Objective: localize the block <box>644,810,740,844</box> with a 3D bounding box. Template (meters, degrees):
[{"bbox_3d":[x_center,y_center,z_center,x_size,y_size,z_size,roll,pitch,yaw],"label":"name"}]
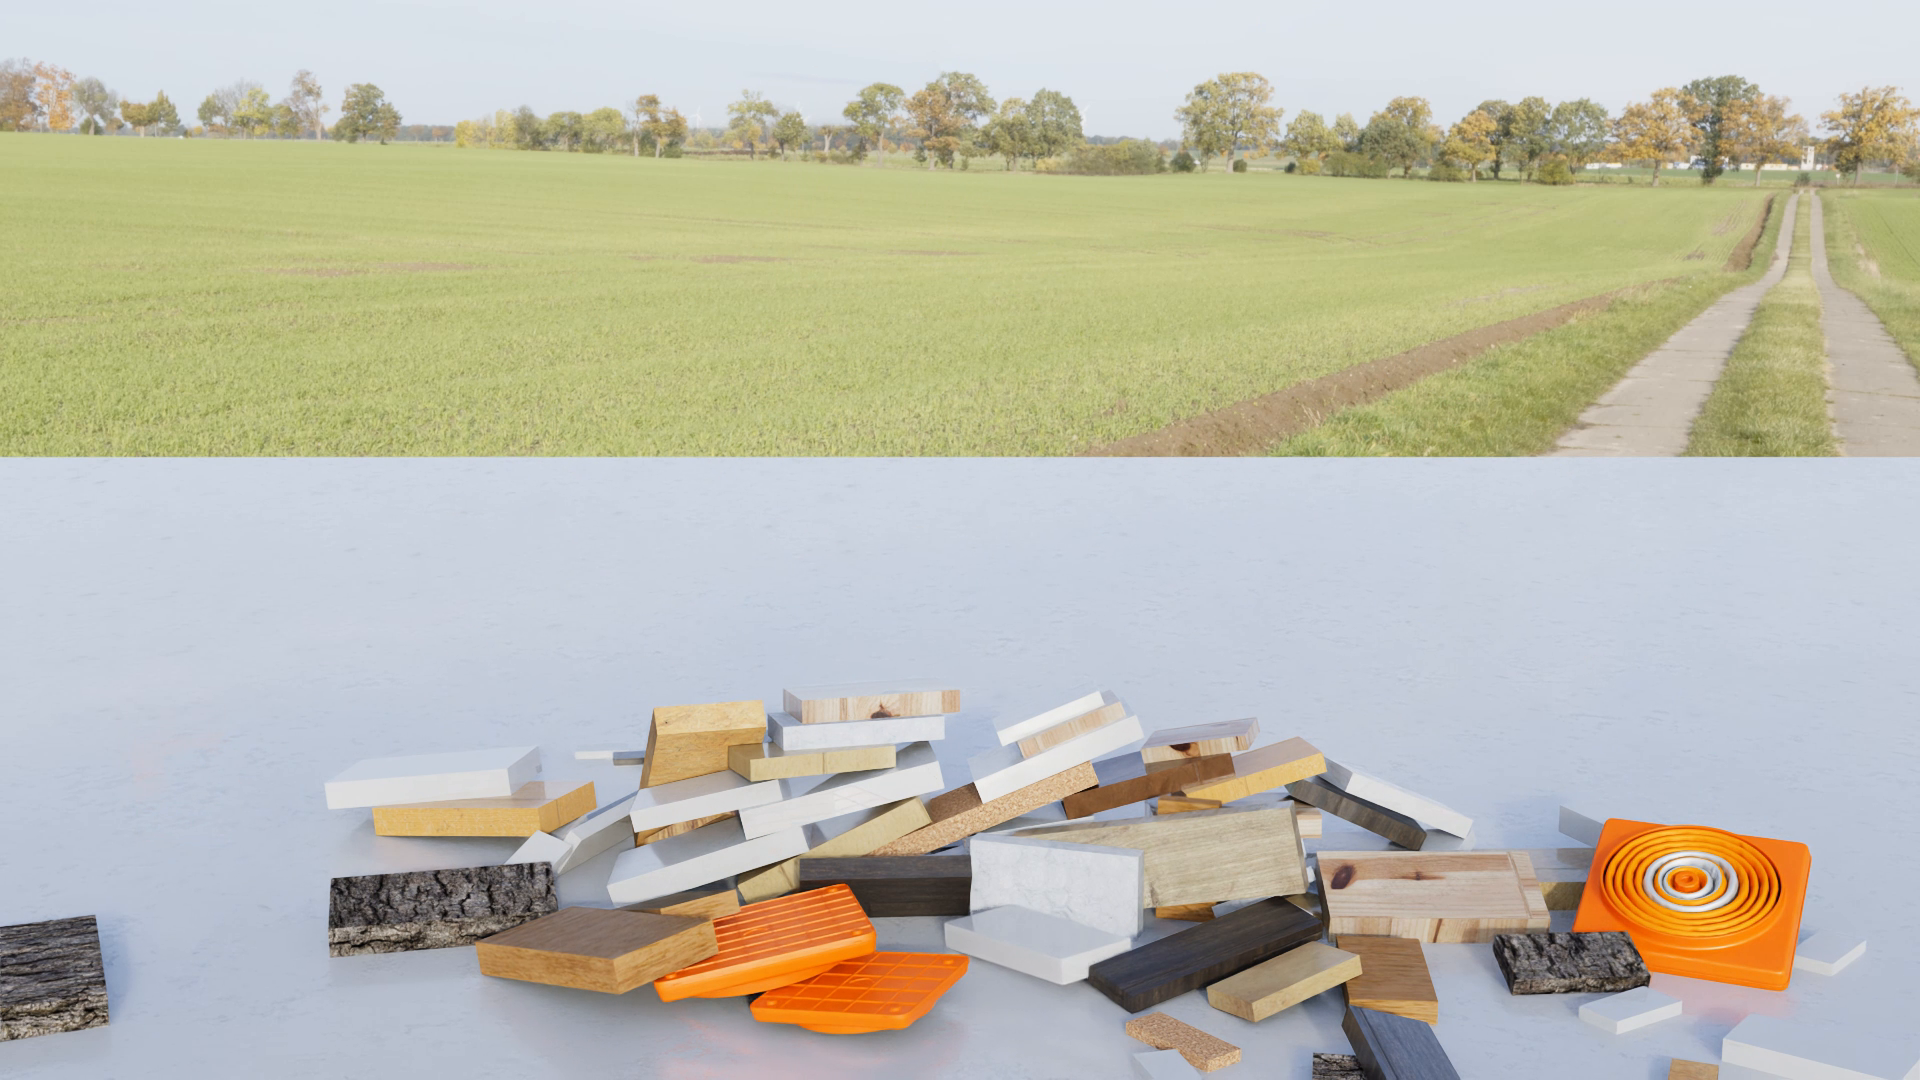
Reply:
[{"bbox_3d":[-0.446,0.497,3.783,0.183,0.026,0.091,-29,-25,27],"label":"block"}]

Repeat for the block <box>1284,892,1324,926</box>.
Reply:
[{"bbox_3d":[0.535,0.604,3.530,0.165,0.023,0.082,-9,14,-40],"label":"block"}]

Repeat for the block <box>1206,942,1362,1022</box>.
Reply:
[{"bbox_3d":[0.473,0.642,3.204,0.205,0.029,0.103,-16,11,-30],"label":"block"}]

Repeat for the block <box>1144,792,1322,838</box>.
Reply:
[{"bbox_3d":[0.453,0.459,3.666,0.275,0.039,0.138,0,9,-2],"label":"block"}]

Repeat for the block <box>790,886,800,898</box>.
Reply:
[{"bbox_3d":[-0.232,0.563,3.672,0.103,0.015,0.051,-21,10,3],"label":"block"}]

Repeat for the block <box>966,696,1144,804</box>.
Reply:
[{"bbox_3d":[0.157,0.347,3.667,0.286,0.041,0.143,-22,10,-1],"label":"block"}]

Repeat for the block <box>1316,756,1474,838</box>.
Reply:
[{"bbox_3d":[0.732,0.434,3.708,0.239,0.034,0.120,22,2,-16],"label":"block"}]

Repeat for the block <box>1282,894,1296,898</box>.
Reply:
[{"bbox_3d":[0.498,0.580,3.671,0.132,0.019,0.066,0,10,-2],"label":"block"}]

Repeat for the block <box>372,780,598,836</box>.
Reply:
[{"bbox_3d":[-0.859,0.485,3.977,0.357,0.051,0.179,-3,8,24],"label":"block"}]

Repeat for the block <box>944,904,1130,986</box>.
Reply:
[{"bbox_3d":[0.117,0.616,3.362,0.138,0.039,0.275,-8,8,-38],"label":"block"}]

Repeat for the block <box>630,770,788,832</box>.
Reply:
[{"bbox_3d":[-0.412,0.419,3.620,0.247,0.035,0.123,-13,11,2],"label":"block"}]

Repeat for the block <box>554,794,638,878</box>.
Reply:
[{"bbox_3d":[-0.566,0.486,3.986,0.026,0.091,0.561,40,22,11],"label":"block"}]

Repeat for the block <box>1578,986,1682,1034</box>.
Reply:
[{"bbox_3d":[0.963,0.675,3.159,0.138,0.020,0.069,-7,12,-32],"label":"block"}]

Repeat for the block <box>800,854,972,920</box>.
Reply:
[{"bbox_3d":[-0.120,0.555,3.516,0.271,0.135,0.038,-1,54,-4],"label":"block"}]

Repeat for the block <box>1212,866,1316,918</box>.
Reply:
[{"bbox_3d":[0.488,0.567,3.528,0.165,0.023,0.082,-14,-12,-43],"label":"block"}]

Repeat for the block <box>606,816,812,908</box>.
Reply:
[{"bbox_3d":[-0.412,0.519,3.654,0.331,0.047,0.166,-18,11,2],"label":"block"}]

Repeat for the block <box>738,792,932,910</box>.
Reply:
[{"bbox_3d":[-0.207,0.495,3.660,0.331,0.047,0.166,-26,10,3],"label":"block"}]

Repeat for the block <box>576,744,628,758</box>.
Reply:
[{"bbox_3d":[-0.730,0.430,4.487,0.105,0.015,0.053,-1,11,-7],"label":"block"}]

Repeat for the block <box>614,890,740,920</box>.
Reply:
[{"bbox_3d":[-0.447,0.577,3.415,0.123,0.035,0.247,-11,-4,-29],"label":"block"}]

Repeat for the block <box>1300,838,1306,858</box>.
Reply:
[{"bbox_3d":[0.427,0.529,3.682,0.275,0.039,0.138,-15,10,-4],"label":"block"}]

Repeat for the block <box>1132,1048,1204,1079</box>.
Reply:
[{"bbox_3d":[0.282,0.717,2.938,0.063,0.018,0.126,-3,11,-16],"label":"block"}]

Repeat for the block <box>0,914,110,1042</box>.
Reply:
[{"bbox_3d":[-1.359,0.644,3.244,0.174,0.049,0.348,-5,11,-23],"label":"block"}]

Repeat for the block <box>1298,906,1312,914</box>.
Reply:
[{"bbox_3d":[0.460,0.607,3.427,0.165,0.023,0.082,-17,19,-27],"label":"block"}]

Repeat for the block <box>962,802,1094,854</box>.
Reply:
[{"bbox_3d":[0.111,0.477,3.669,0.219,0.031,0.109,-9,10,-2],"label":"block"}]

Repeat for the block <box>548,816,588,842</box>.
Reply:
[{"bbox_3d":[-0.719,0.526,3.888,0.070,0.020,0.139,-4,16,17],"label":"block"}]

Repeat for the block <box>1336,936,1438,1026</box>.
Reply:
[{"bbox_3d":[0.629,0.649,3.253,0.125,0.035,0.249,1,11,5],"label":"block"}]

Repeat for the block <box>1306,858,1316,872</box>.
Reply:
[{"bbox_3d":[0.549,0.547,3.647,0.132,0.019,0.066,-3,-19,-38],"label":"block"}]

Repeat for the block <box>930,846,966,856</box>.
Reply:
[{"bbox_3d":[-0.012,0.545,3.654,0.219,0.031,0.109,-17,10,0],"label":"block"}]

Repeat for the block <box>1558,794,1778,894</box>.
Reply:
[{"bbox_3d":[1.188,0.508,3.712,0.171,0.048,0.342,-4,11,-22],"label":"block"}]

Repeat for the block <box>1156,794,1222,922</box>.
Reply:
[{"bbox_3d":[0.368,0.514,3.538,0.099,0.198,0.028,3,11,18],"label":"block"}]

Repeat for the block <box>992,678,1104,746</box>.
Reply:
[{"bbox_3d":[0.146,0.287,3.668,0.182,0.026,0.091,-22,10,0],"label":"block"}]

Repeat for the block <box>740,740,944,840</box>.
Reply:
[{"bbox_3d":[-0.201,0.409,3.642,0.331,0.047,0.166,-14,11,-5],"label":"block"}]
